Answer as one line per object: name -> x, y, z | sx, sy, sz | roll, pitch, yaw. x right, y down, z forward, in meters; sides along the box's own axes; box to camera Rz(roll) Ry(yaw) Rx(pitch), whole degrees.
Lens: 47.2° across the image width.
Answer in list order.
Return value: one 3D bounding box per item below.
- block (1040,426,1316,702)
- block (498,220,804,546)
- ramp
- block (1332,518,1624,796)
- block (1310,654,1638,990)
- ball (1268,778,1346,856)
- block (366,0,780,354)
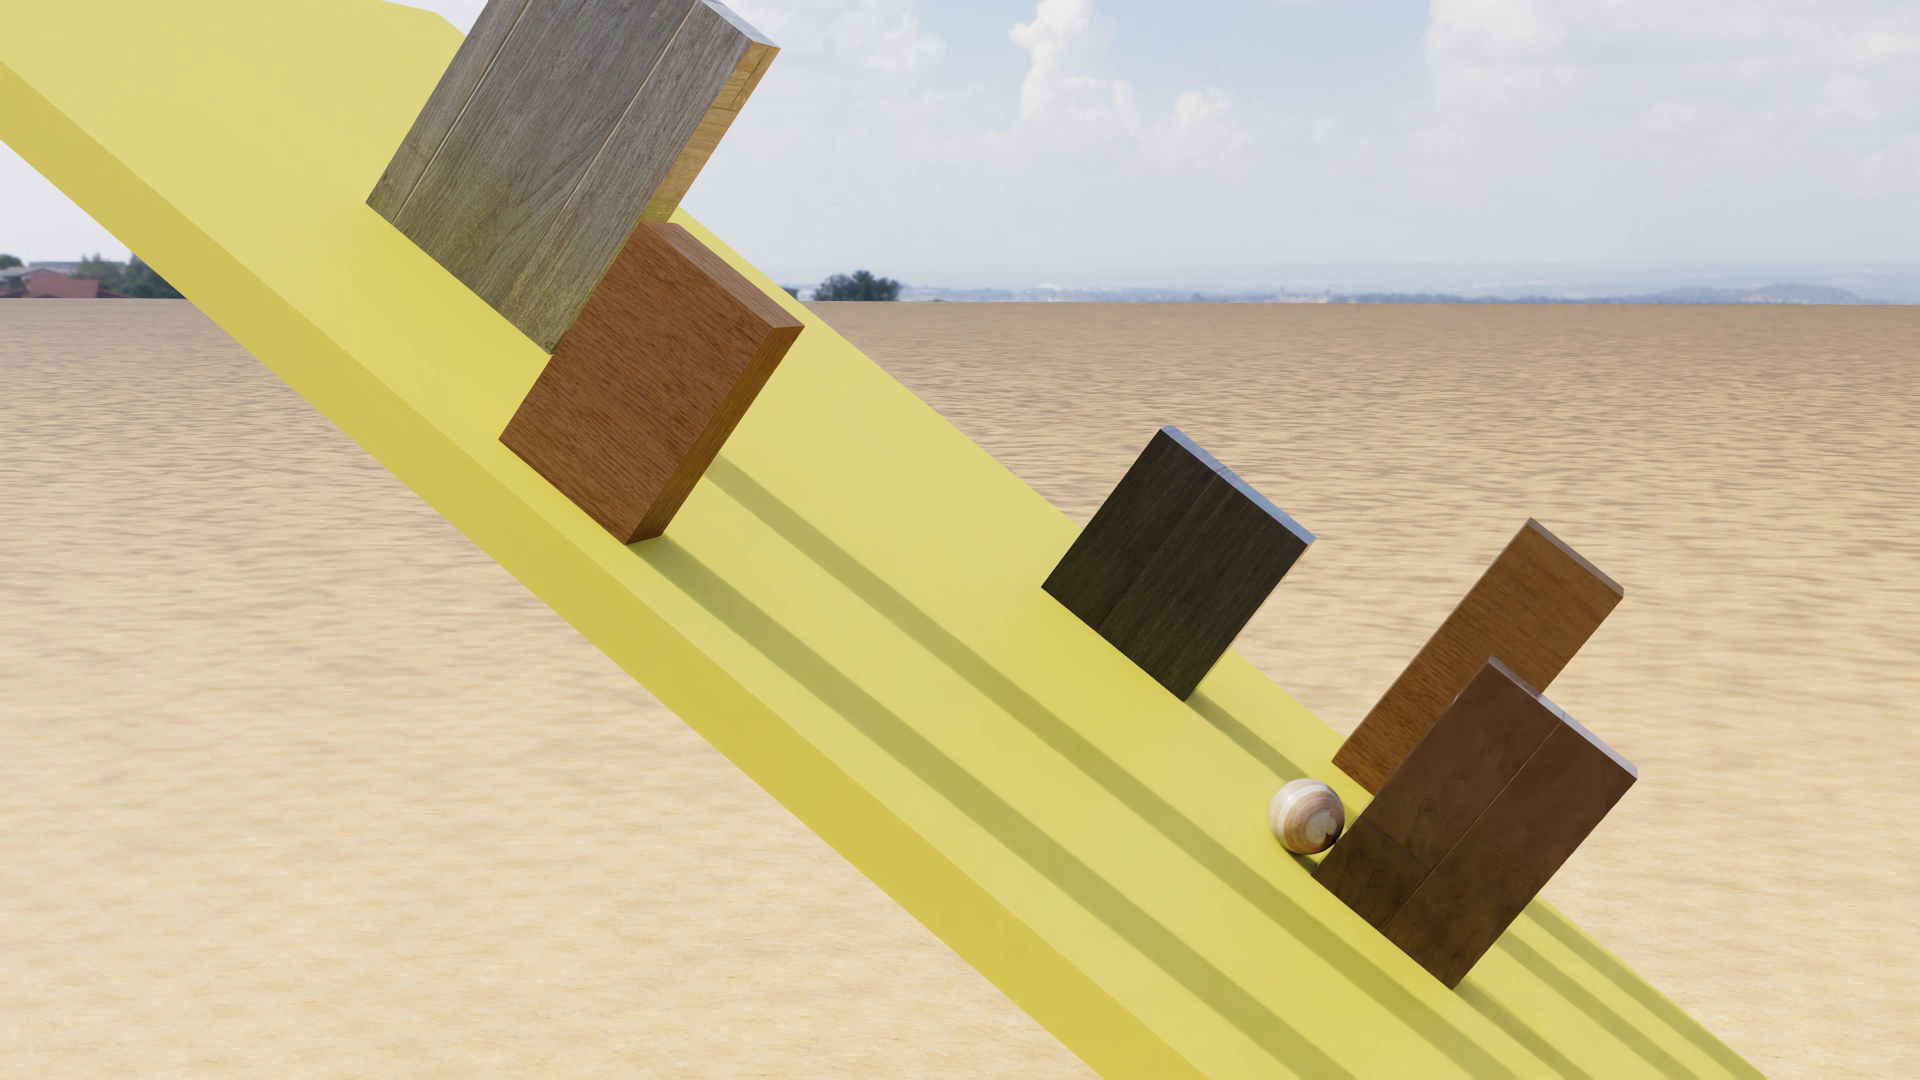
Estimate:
block -> 0.434, 0.045, 4.382 | 0.366, 0.403, 0.121 | 39, 16, 9
block -> -0.462, -0.235, 3.288 | 0.256, 0.403, 0.129 | 39, 16, 9
ramp -> -0.057, 0.118, 4.066 | 4.000, 0.100, 2.000 | 39, 16, 9
block -> 1.082, 0.285, 4.610 | 0.240, 0.648, 0.141 | 39, 16, 9
block -> 0.904, 0.500, 3.886 | 0.317, 0.503, 0.086 | 39, 16, 9
ball -> 0.626, 0.500, 3.973 | 0.138, 0.138, 0.138 | 0, 7, 0
block -> -0.669, -0.708, 3.767 | 0.435, 0.641, 0.122 | 39, 16, 9
